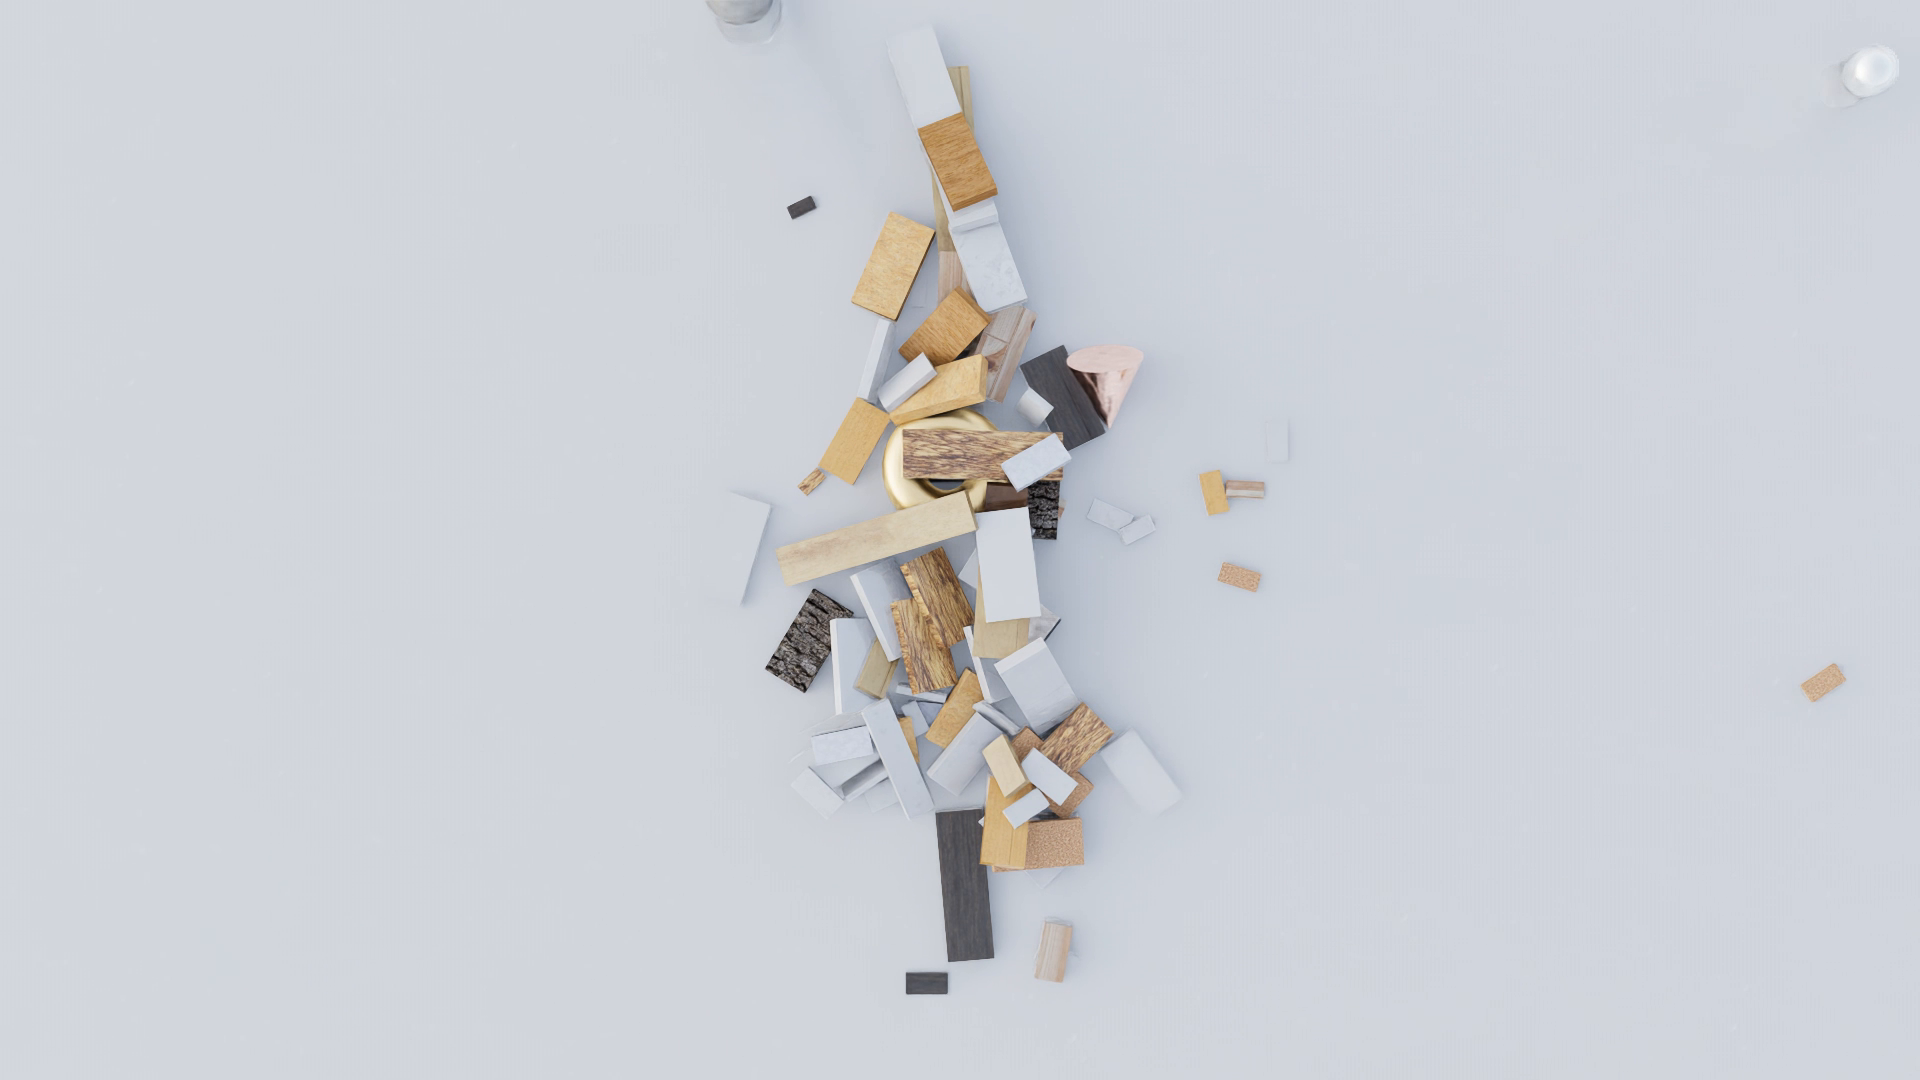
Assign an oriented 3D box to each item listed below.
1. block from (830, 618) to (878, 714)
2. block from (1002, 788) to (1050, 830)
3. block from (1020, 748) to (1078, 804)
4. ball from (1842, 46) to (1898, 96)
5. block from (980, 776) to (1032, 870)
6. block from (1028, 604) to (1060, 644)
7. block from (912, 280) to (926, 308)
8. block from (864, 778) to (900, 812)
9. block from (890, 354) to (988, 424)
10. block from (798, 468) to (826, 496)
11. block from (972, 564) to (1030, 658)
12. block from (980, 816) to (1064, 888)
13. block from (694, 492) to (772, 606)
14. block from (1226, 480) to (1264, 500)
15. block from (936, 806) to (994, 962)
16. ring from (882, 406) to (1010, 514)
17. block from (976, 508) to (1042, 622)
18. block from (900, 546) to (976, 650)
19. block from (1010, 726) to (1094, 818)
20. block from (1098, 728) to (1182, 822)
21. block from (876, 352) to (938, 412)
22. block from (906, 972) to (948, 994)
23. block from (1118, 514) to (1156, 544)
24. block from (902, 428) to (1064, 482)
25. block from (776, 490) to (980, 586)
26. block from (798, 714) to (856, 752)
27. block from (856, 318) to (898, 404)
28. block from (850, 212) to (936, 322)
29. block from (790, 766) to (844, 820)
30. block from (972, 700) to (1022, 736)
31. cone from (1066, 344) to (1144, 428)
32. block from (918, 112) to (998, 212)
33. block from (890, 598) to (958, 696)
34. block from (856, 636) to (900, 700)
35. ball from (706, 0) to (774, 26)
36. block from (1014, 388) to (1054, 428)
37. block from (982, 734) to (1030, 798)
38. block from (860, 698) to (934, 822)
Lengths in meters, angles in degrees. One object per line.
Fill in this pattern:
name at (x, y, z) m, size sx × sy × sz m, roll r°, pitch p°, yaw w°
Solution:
block at (-0.337, 0.415, 5.411) m, size 0.155 × 0.044 × 0.310 m, roll 2°, pitch 76°, yaw -30°
block at (0.215, 0.872, 5.360) m, size 0.140 × 0.020 × 0.070 m, roll -31°, pitch 75°, yaw -18°
block at (0.284, 0.772, 5.388) m, size 0.186 × 0.026 × 0.093 m, roll 40°, pitch 88°, yaw -5°
ball at (2.989, -1.540, 5.420) m, size 0.160 × 0.160 × 0.160 m, roll 0°, pitch 90°, yaw 0°
block at (0.150, 0.920, 5.364) m, size 0.141 × 0.040 × 0.282 m, roll 8°, pitch 67°, yaw -4°
block at (0.236, 0.272, 5.433) m, size 0.135 × 0.135 × 0.135 m, roll 37°, pitch 90°, yaw 0°
block at (-0.138, -0.822, 5.494) m, size 0.045 × 0.013 × 0.091 m, roll 2°, pitch 90°, yaw 0°
block at (-0.231, 0.835, 5.488) m, size 0.165 × 0.023 × 0.082 m, roll -24°, pitch 90°, yaw 0°
block at (-0.070, -0.490, 5.370) m, size 0.328 × 0.046 × 0.162 m, roll -13°, pitch 52°, yaw 25°
block at (-0.494, -0.194, 5.494) m, size 0.091 × 0.013 × 0.045 m, roll -43°, pitch 90°, yaw 0°
block at (0.141, 0.209, 5.345) m, size 0.175 × 0.050 × 0.351 m, roll 4°, pitch 87°, yaw 5°
block at (0.220, 0.991, 5.456) m, size 0.151 × 0.043 × 0.302 m, roll -43°, pitch 95°, yaw -7°
block at (-0.753, 0.030, 5.478) m, size 0.155 × 0.044 × 0.351 m, roll 17°, pitch 90°, yaw 0°
block at (0.948, -0.168, 5.482) m, size 0.126 × 0.016 × 0.057 m, roll 2°, pitch 90°, yaw -9°
block at (0.016, 1.143, 5.478) m, size 0.154 × 0.044 × 0.497 m, roll -5°, pitch 90°, yaw 0°
ring at (-0.043, -0.235, 5.430) m, size 0.428 × 0.143 × 0.428 m, roll 0°, pitch 90°, yaw -1°
block at (0.153, 0.080, 5.301) m, size 0.175 × 0.050 × 0.351 m, roll -7°, pitch 86°, yaw 4°
block at (-0.063, 0.192, 5.441) m, size 0.154 × 0.044 × 0.308 m, roll -25°, pitch 90°, yaw -32°
block at (0.282, 0.773, 5.466) m, size 0.301 × 0.043 × 0.151 m, roll 42°, pitch 90°, yaw -5°
block at (0.600, 0.778, 5.480) m, size 0.141 × 0.040 × 0.282 m, roll -37°, pitch 90°, yaw 0°
block at (-0.175, -0.515, 5.394) m, size 0.204 × 0.102 × 0.029 m, roll -39°, pitch 133°, yaw 9°
block at (-0.111, 1.475, 5.490) m, size 0.140 × 0.020 × 0.070 m, roll 0°, pitch 90°, yaw 0°
block at (0.588, -0.035, 5.478) m, size 0.114 × 0.016 × 0.057 m, roll -26°, pitch 100°, yaw -9°
block at (0.073, -0.274, 5.346) m, size 0.524 × 0.044 × 0.155 m, roll 1°, pitch 87°, yaw -9°
block at (-0.276, -0.003, 5.375) m, size 0.689 × 0.037 × 0.131 m, roll -17°, pitch 90°, yaw 18°
block at (-0.366, 0.648, 5.478) m, size 0.309 × 0.044 × 0.154 m, roll -26°, pitch 90°, yaw 0°
block at (-0.272, -0.586, 5.432) m, size 0.037 × 0.131 × 0.263 m, roll 16°, pitch 90°, yaw 10°
block at (-0.221, -0.906, 5.470) m, size 0.162 × 0.046 × 0.325 m, roll 24°, pitch 90°, yaw 5°
block at (-0.467, 0.829, 5.401) m, size 0.165 × 0.023 × 0.082 m, roll 44°, pitch 90°, yaw 0°
block at (0.121, 0.589, 5.445) m, size 0.172 × 0.054 × 0.015 m, roll 39°, pitch 52°, yaw -21°
cone at (0.486, -0.481, 5.443) m, size 0.253 × 0.253 × 0.253 m, roll -6°, pitch 117°, yaw 0°
block at (-0.008, -1.230, 5.360) m, size 0.155 × 0.044 × 0.310 m, roll -22°, pitch 71°, yaw -2°
block at (-0.117, 0.342, 5.422) m, size 0.154 × 0.044 × 0.308 m, roll -10°, pitch 82°, yaw -32°
block at (-0.262, 0.418, 5.412) m, size 0.095 × 0.027 × 0.191 m, roll 32°, pitch 63°, yaw -20°
ball at (-0.721, -1.803, 5.381) m, size 0.238 × 0.238 × 0.238 m, roll 0°, pitch 90°, yaw 0°
block at (0.240, -0.431, 5.397) m, size 0.102 × 0.204 × 0.029 m, roll 40°, pitch 78°, yaw 0°
block at (0.149, 0.738, 5.379) m, size 0.093 × 0.026 × 0.186 m, roll -41°, pitch 54°, yaw 19°
block at (-0.203, 0.721, 5.413) m, size 0.095 × 0.027 × 0.418 m, roll -27°, pitch 108°, yaw -18°
